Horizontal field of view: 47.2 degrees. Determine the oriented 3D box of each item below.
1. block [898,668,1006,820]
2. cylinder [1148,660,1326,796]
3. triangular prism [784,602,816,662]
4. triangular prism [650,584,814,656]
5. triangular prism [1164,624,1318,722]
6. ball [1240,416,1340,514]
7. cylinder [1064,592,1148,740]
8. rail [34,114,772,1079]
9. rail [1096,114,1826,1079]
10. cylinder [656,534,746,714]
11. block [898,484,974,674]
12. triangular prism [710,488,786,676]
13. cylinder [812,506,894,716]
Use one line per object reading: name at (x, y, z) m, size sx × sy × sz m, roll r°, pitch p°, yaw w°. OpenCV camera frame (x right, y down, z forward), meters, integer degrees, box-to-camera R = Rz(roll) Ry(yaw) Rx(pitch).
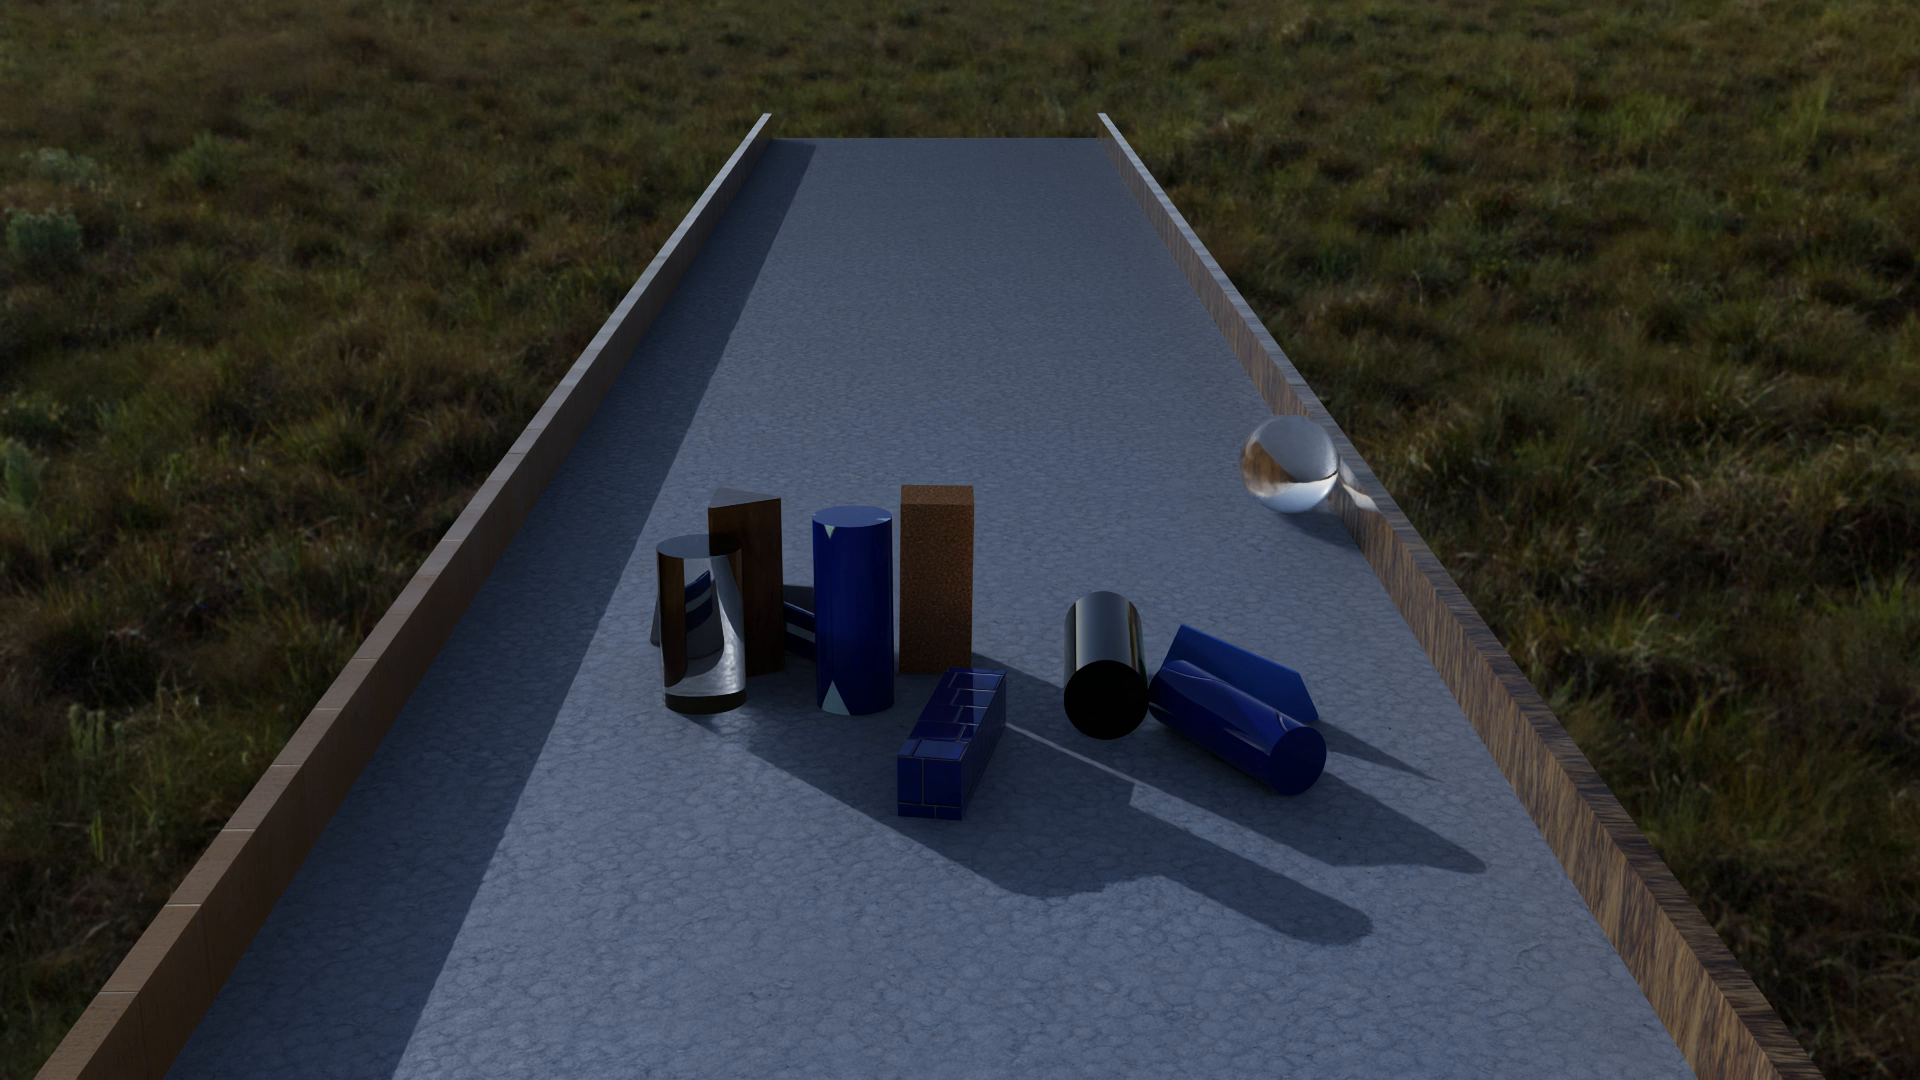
block at (-0.010, 0.351, 3.857) m, size 0.108 × 0.108 × 0.438 m, roll 3°, pitch 17°, yaw 10°
cylinder at (0.486, 0.329, 3.904) m, size 0.124 × 0.124 × 0.377 m, roll -9°, pitch 19°, yaw -27°
triangular prism at (-0.359, 0.145, 4.371) m, size 0.451 × 0.085 × 0.098 m, roll 21°, pitch 59°, yaw 25°
triangular prism at (-0.410, 0.145, 4.506) m, size 0.427 × 0.125 × 0.144 m, roll 5°, pitch 17°, yaw 15°
triangular prism at (0.527, 0.253, 4.189) m, size 0.117 × 0.101 × 0.334 m, roll -10°, pitch 19°, yaw -32°
ball at (0.812, -0.184, 5.421) m, size 0.242 × 0.242 × 0.242 m, roll 0°, pitch 17°, yaw 0°
cylinder at (0.275, 0.232, 4.175) m, size 0.154 × 0.154 × 0.404 m, roll 1°, pitch 17°, yaw 3°
rail at (-1.118, -0.838, 7.780) m, size 0.050 × 0.150 × 12.000 m, roll 0°, pitch 17°, yaw -1°
rail at (0.932, -0.844, 7.801) m, size 0.050 × 0.150 × 12.000 m, roll 0°, pitch 17°, yaw -1°
cylinder at (-0.488, 0.158, 4.157) m, size 0.160 × 0.306 × 0.160 m, roll 0°, pitch 17°, yaw 0°
block at (-0.047, 0.077, 4.355) m, size 0.142 × 0.346 × 0.142 m, roll 1°, pitch 17°, yaw -1°
triangular prism at (-0.443, 0.082, 4.329) m, size 0.149 × 0.355 × 0.129 m, roll -9°, pitch 19°, yaw -28°
cylinder at (-0.200, 0.132, 4.140) m, size 0.149 × 0.366 × 0.149 m, roll 0°, pitch 16°, yaw 0°
